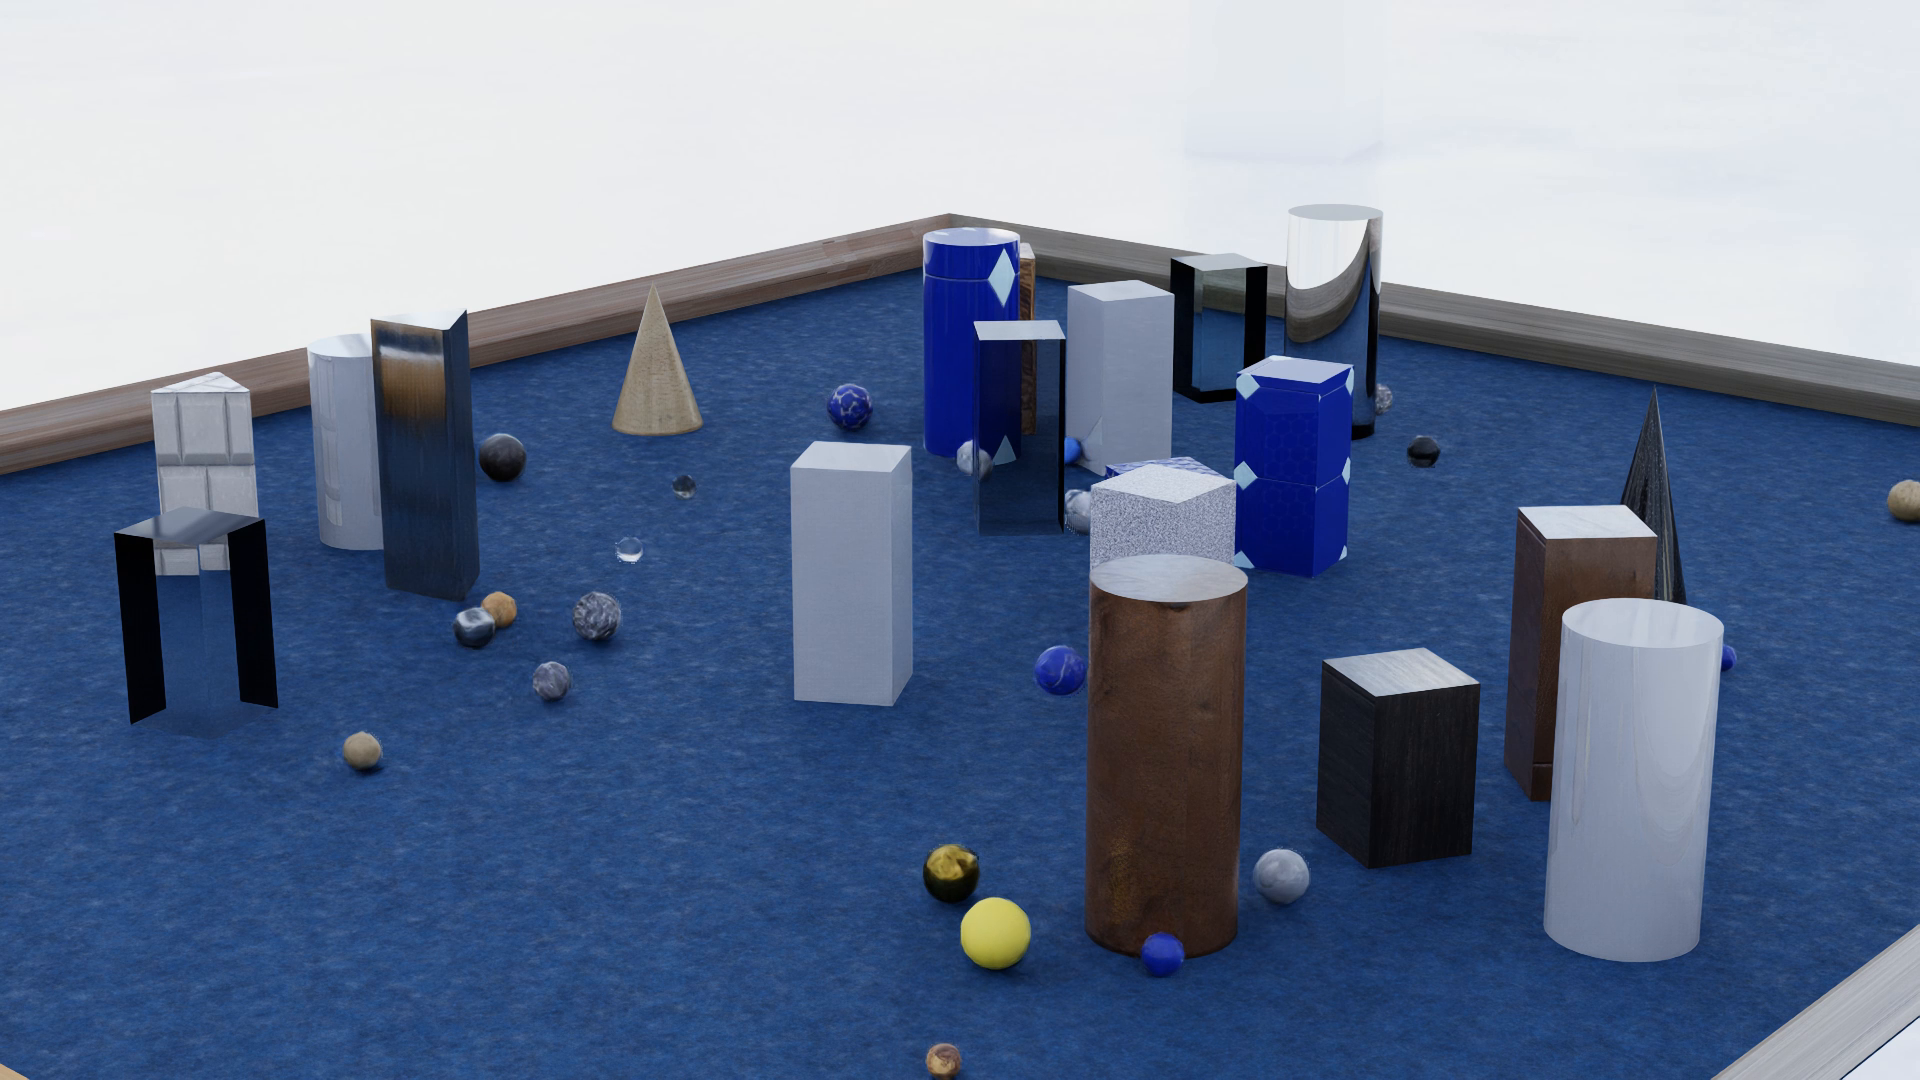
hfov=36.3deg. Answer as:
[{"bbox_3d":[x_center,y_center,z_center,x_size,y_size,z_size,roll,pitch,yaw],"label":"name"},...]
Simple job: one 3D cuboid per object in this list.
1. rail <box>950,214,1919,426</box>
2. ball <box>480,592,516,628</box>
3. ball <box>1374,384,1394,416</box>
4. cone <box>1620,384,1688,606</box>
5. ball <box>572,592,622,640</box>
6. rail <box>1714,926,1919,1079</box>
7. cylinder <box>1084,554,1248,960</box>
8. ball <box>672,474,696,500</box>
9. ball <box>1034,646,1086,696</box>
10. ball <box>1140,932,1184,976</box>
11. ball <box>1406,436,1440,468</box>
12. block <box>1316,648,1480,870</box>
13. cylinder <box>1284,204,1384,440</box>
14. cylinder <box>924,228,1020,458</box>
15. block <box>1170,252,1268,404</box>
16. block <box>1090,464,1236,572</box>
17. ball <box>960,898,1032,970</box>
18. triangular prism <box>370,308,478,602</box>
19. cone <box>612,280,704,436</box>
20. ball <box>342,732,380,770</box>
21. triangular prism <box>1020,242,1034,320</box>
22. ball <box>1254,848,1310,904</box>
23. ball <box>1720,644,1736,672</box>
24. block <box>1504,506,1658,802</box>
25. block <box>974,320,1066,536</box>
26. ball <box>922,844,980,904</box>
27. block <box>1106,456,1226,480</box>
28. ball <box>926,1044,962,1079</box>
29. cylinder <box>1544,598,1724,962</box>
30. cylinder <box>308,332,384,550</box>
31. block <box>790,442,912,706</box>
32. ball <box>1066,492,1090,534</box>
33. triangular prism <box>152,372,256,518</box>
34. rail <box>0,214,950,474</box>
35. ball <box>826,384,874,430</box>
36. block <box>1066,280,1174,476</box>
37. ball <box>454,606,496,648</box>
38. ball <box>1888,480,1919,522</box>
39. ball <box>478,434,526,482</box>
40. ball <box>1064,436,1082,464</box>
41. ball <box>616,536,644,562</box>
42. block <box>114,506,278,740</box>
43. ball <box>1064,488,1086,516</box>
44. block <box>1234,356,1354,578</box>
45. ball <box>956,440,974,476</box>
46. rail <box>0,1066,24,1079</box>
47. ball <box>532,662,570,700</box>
[{"bbox_3d":[1.442,-0.447,6.710,3.939,0.128,0.045,14,22,39],"label":"rail"},{"bbox_3d":[-0.780,0.119,4.952,0.062,0.062,0.062,0,17,0],"label":"ball"},{"bbox_3d":[0.903,-0.303,6.342,0.068,0.068,0.068,0,17,0],"label":"ball"},{"bbox_3d":[1.100,-0.022,4.707,0.198,0.471,0.198,0,17,0],"label":"cone"},{"bbox_3d":[-0.606,0.127,4.890,0.081,0.081,0.081,0,17,0],"label":"ball"},{"bbox_3d":[1.469,0.400,3.898,0.045,0.128,4.446,14,22,39],"label":"rail"},{"bbox_3d":[0.260,0.274,3.720,0.198,0.475,0.198,0,17,0],"label":"cylinder"},{"bbox_3d":[-0.538,-0.103,5.712,0.048,0.048,0.048,0,17,0],"label":"ball"},{"bbox_3d":[0.155,0.202,4.517,0.079,0.079,0.079,0,17,0],"label":"ball"},{"bbox_3d":[0.252,0.515,3.650,0.054,0.054,0.054,0,17,0],"label":"ball"},{"bbox_3d":[0.938,-0.179,5.932,0.066,0.066,0.066,0,17,0],"label":"ball"},{"bbox_3d":[0.601,0.298,4.033,0.158,0.249,0.158,-6,18,-19],"label":"block"},{"bbox_3d":[0.781,-0.458,6.165,0.198,0.467,0.198,0,17,0],"label":"cylinder"},{"bbox_3d":[0.023,-0.405,6.030,0.198,0.443,0.198,0,17,0],"label":"cylinder"},{"bbox_3d":[0.570,-0.471,6.502,0.158,0.297,0.158,-7,18,-22],"label":"block"},{"bbox_3d":[0.309,0.094,4.491,0.158,0.376,0.158,13,21,36],"label":"block"},{"bbox_3d":[0.045,0.492,3.666,0.089,0.089,0.089,0,17,0],"label":"ball"},{"bbox_3d":[-0.903,-0.155,5.127,0.171,0.485,0.148,10,20,30],"label":"triangular prism"},{"bbox_3d":[-0.647,-0.398,6.229,0.198,0.314,0.198,0,17,0],"label":"cone"},{"bbox_3d":[-0.883,0.311,4.325,0.055,0.055,0.055,0,17,0],"label":"ball"},{"bbox_3d":[0.111,-0.443,6.286,0.171,0.368,0.148,8,19,26],"label":"triangular prism"},{"bbox_3d":[0.422,0.443,3.857,0.073,0.073,0.073,0,17,0],"label":"ball"},{"bbox_3d":[1.233,0.191,4.743,0.044,0.044,0.044,0,17,0],"label":"ball"},{"bbox_3d":[0.892,0.162,4.232,0.158,0.394,0.158,-1,17,-4],"label":"block"},{"bbox_3d":[0.110,-0.210,5.501,0.158,0.375,0.158,-1,17,-4],"label":"block"},{"bbox_3d":[-0.011,0.440,3.861,0.076,0.076,0.076,0,17,0],"label":"ball"},{"bbox_3d":[0.352,0.000,5.034,0.158,0.242,0.158,-6,18,-20],"label":"block"},{"bbox_3d":[-0.019,0.602,3.383,0.042,0.042,0.042,0,17,0],"label":"ball"},{"bbox_3d":[0.853,0.303,3.724,0.198,0.418,0.198,0,17,0],"label":"cylinder"},{"bbox_3d":[-1.097,-0.184,5.433,0.198,0.364,0.198,0,17,0],"label":"cylinder"},{"bbox_3d":[-0.169,0.052,4.622,0.158,0.380,0.158,3,17,10],"label":"block"},{"bbox_3d":[0.238,-0.050,5.481,0.080,0.080,0.080,0,17,0],"label":"ball"},{"bbox_3d":[-1.356,-0.132,5.338,0.171,0.320,0.148,0,17,-2],"label":"triangular prism"},{"bbox_3d":[-1.469,-0.336,6.341,0.045,0.128,4.446,14,22,39],"label":"rail"},{"bbox_3d":[-0.233,-0.282,6.217,0.099,0.099,0.099,0,17,0],"label":"ball"},{"bbox_3d":[0.322,-0.329,5.926,0.158,0.357,0.158,-8,18,-24],"label":"block"},{"bbox_3d":[-0.804,0.145,4.853,0.069,0.069,0.069,0,17,0],"label":"ball"},{"bbox_3d":[1.800,-0.074,5.561,0.079,0.079,0.079,0,17,0],"label":"ball"},{"bbox_3d":[-0.911,-0.164,5.834,0.095,0.095,0.095,0,17,0],"label":"ball"},{"bbox_3d":[0.218,-0.181,5.939,0.057,0.057,0.057,0,17,0],"label":"ball"},{"bbox_3d":[-0.598,0.017,5.315,0.047,0.047,0.047,0,17,0],"label":"ball"},{"bbox_3d":[-1.170,0.126,4.500,0.158,0.309,0.158,8,18,25],"label":"block"},{"bbox_3d":[0.222,-0.066,5.560,0.064,0.064,0.064,0,17,0],"label":"ball"},{"bbox_3d":[0.599,-0.134,5.278,0.158,0.357,0.158,9,19,28],"label":"block"},{"bbox_3d":[0.027,-0.165,5.879,0.070,0.070,0.070,0,17,0],"label":"ball"},{"bbox_3d":[-1.442,0.511,3.530,3.939,0.128,0.045,14,22,39],"label":"rail"},{"bbox_3d":[-0.643,0.222,4.612,0.060,0.060,0.060,0,17,0],"label":"ball"}]
